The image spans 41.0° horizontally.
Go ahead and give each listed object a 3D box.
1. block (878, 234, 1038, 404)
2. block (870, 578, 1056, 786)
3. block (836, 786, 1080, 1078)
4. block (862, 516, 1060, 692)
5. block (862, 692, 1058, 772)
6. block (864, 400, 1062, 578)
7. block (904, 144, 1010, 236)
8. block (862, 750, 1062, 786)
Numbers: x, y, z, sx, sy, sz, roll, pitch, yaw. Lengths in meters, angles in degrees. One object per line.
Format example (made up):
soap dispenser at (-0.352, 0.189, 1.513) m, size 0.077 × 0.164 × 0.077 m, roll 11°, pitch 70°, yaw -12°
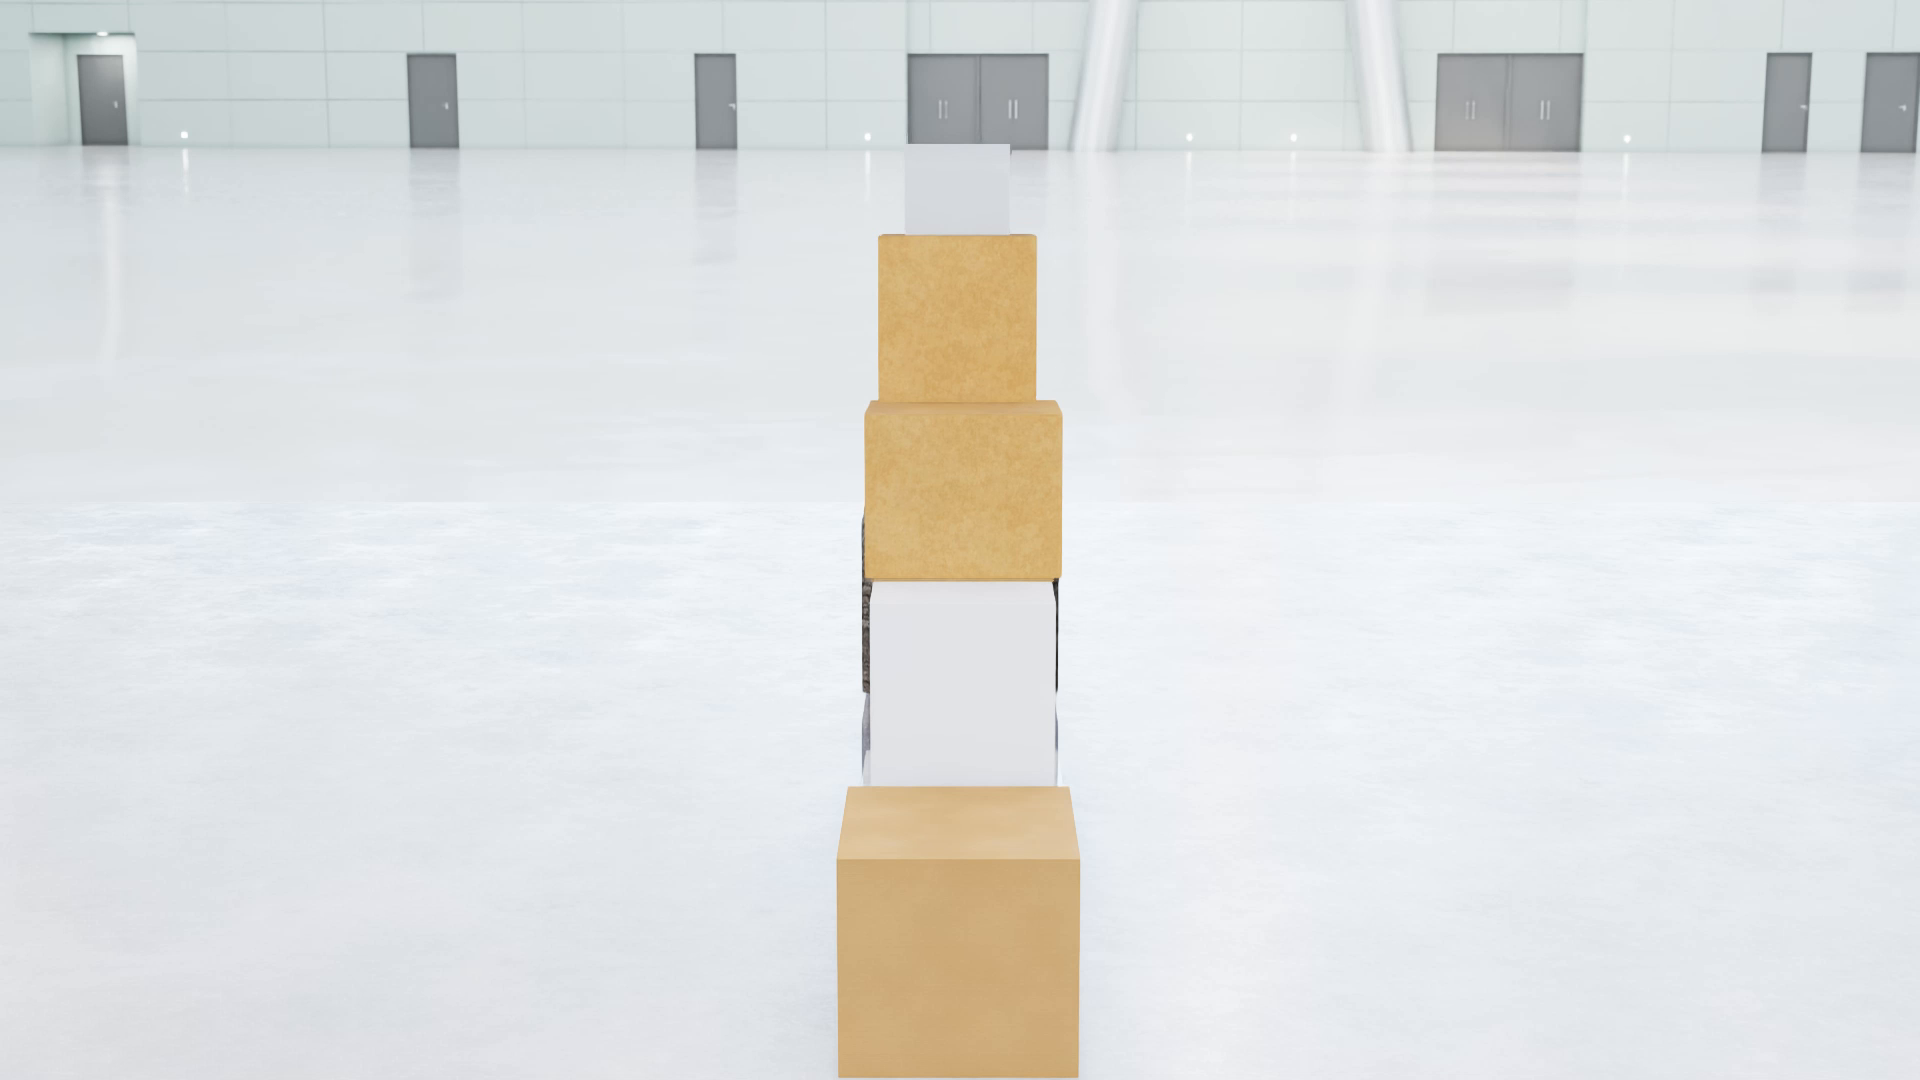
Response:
block at (-0.010, -0.960, 11.037) m, size 0.662 × 0.697 × 0.656 m, roll 0°, pitch 7°, yaw 0°
block at (0.010, 0.562, 10.251) m, size 0.712 × 0.780 × 0.723 m, roll 0°, pitch 10°, yaw 0°
block at (-0.005, 1.426, 9.473) m, size 0.851 × 0.805 × 0.928 m, roll 0°, pitch 10°, yaw 0°
block at (0.001, 0.234, 11.579) m, size 0.859 × 0.746 × 0.815 m, roll 0°, pitch 9°, yaw 0°
block at (0.000, 1.112, 11.130) m, size 0.822 × 0.831 × 0.746 m, roll 0°, pitch 10°, yaw 0°
block at (0.014, -0.221, 10.583) m, size 0.787 × 0.653 × 0.764 m, roll 0°, pitch 7°, yaw 0°
block at (-0.011, -1.492, 10.941) m, size 0.437 × 0.384 × 0.475 m, roll 0°, pitch 7°, yaw 0°
block at (0.009, 1.307, 10.354) m, size 0.800 × 0.723 × 0.829 m, roll 0°, pitch 10°, yaw 0°
